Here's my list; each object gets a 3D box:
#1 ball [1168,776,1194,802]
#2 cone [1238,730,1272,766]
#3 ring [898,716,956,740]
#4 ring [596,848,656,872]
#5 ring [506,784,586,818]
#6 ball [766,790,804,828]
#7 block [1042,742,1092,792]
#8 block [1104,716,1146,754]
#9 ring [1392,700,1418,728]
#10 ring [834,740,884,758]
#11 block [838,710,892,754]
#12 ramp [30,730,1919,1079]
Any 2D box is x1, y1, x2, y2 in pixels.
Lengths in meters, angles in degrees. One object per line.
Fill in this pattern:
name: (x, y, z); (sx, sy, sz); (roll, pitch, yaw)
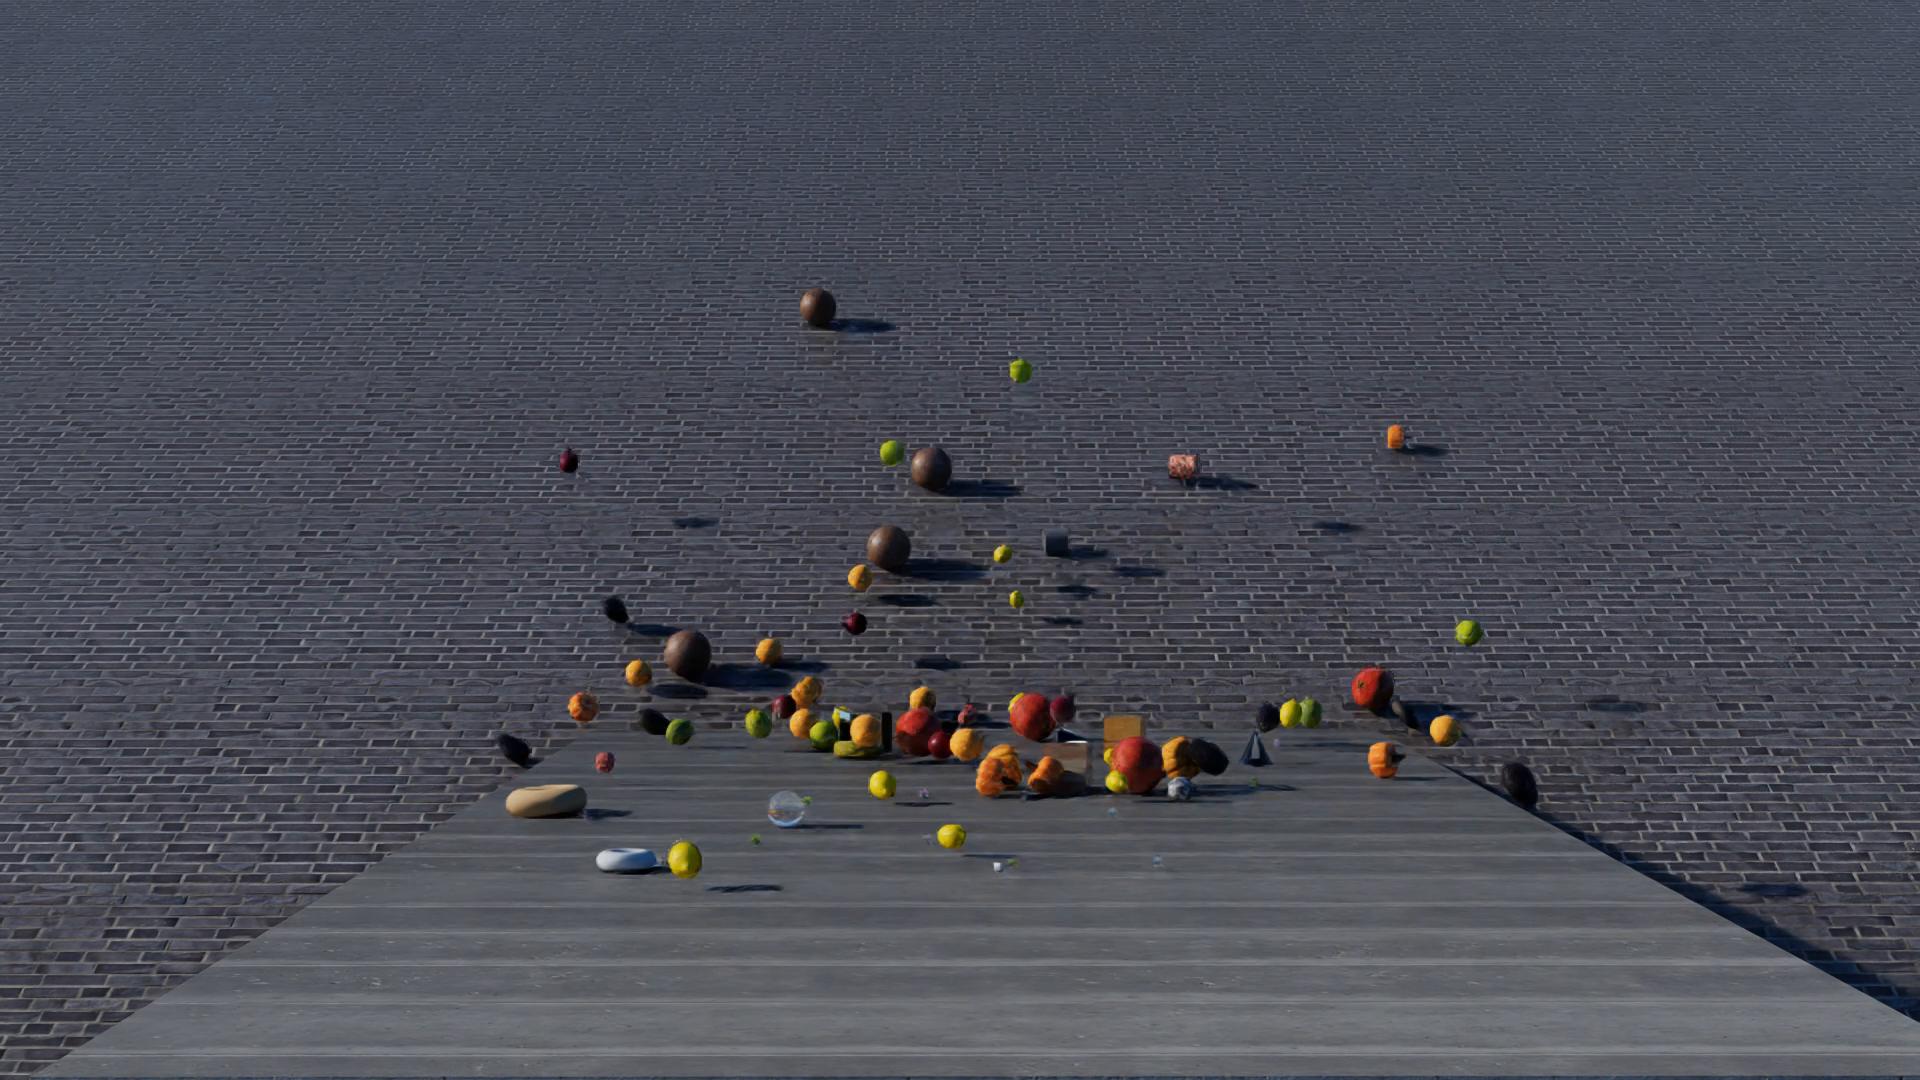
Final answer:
ball: (0.425, 0.482, 4.993); (0.050, 0.050, 0.050); (0, 28, 0)
cone: (0.655, 0.459, 5.727); (0.076, 0.076, 0.076); (0, 1, 0)
ring: (-0.080, 0.464, 6.349); (0.147, 0.049, 0.147); (3, 1, 0)
ring: (-0.526, 0.505, 4.070); (0.094, 0.031, 0.094); (1, -1, 0)
ring: (-0.769, 0.485, 4.805); (0.149, 0.050, 0.149); (-4, 0, 0)
ball: (-0.311, 0.480, 4.605); (0.066, 0.066, 0.066); (0, 28, 0)
block: (0.217, 0.458, 5.215); (0.091, 0.091, 0.091); (0, 1, 11)
block: (0.384, 0.452, 6.001); (0.082, 0.082, 0.082); (0, 1, 14)
ring: (1.162, 0.455, 6.748); (0.029, 0.088, 0.088); (-46, 32, 7)
ring: (-0.230, 0.476, 5.875); (0.117, 0.039, 0.117); (2, -3, 0)
block: (-0.221, 0.446, 6.001); (0.095, 0.095, 0.095); (0, 1, -23)
ramp: (0.063, 0.563, 4.601); (2.000, 0.100, 4.000); (0, 1, 0)
